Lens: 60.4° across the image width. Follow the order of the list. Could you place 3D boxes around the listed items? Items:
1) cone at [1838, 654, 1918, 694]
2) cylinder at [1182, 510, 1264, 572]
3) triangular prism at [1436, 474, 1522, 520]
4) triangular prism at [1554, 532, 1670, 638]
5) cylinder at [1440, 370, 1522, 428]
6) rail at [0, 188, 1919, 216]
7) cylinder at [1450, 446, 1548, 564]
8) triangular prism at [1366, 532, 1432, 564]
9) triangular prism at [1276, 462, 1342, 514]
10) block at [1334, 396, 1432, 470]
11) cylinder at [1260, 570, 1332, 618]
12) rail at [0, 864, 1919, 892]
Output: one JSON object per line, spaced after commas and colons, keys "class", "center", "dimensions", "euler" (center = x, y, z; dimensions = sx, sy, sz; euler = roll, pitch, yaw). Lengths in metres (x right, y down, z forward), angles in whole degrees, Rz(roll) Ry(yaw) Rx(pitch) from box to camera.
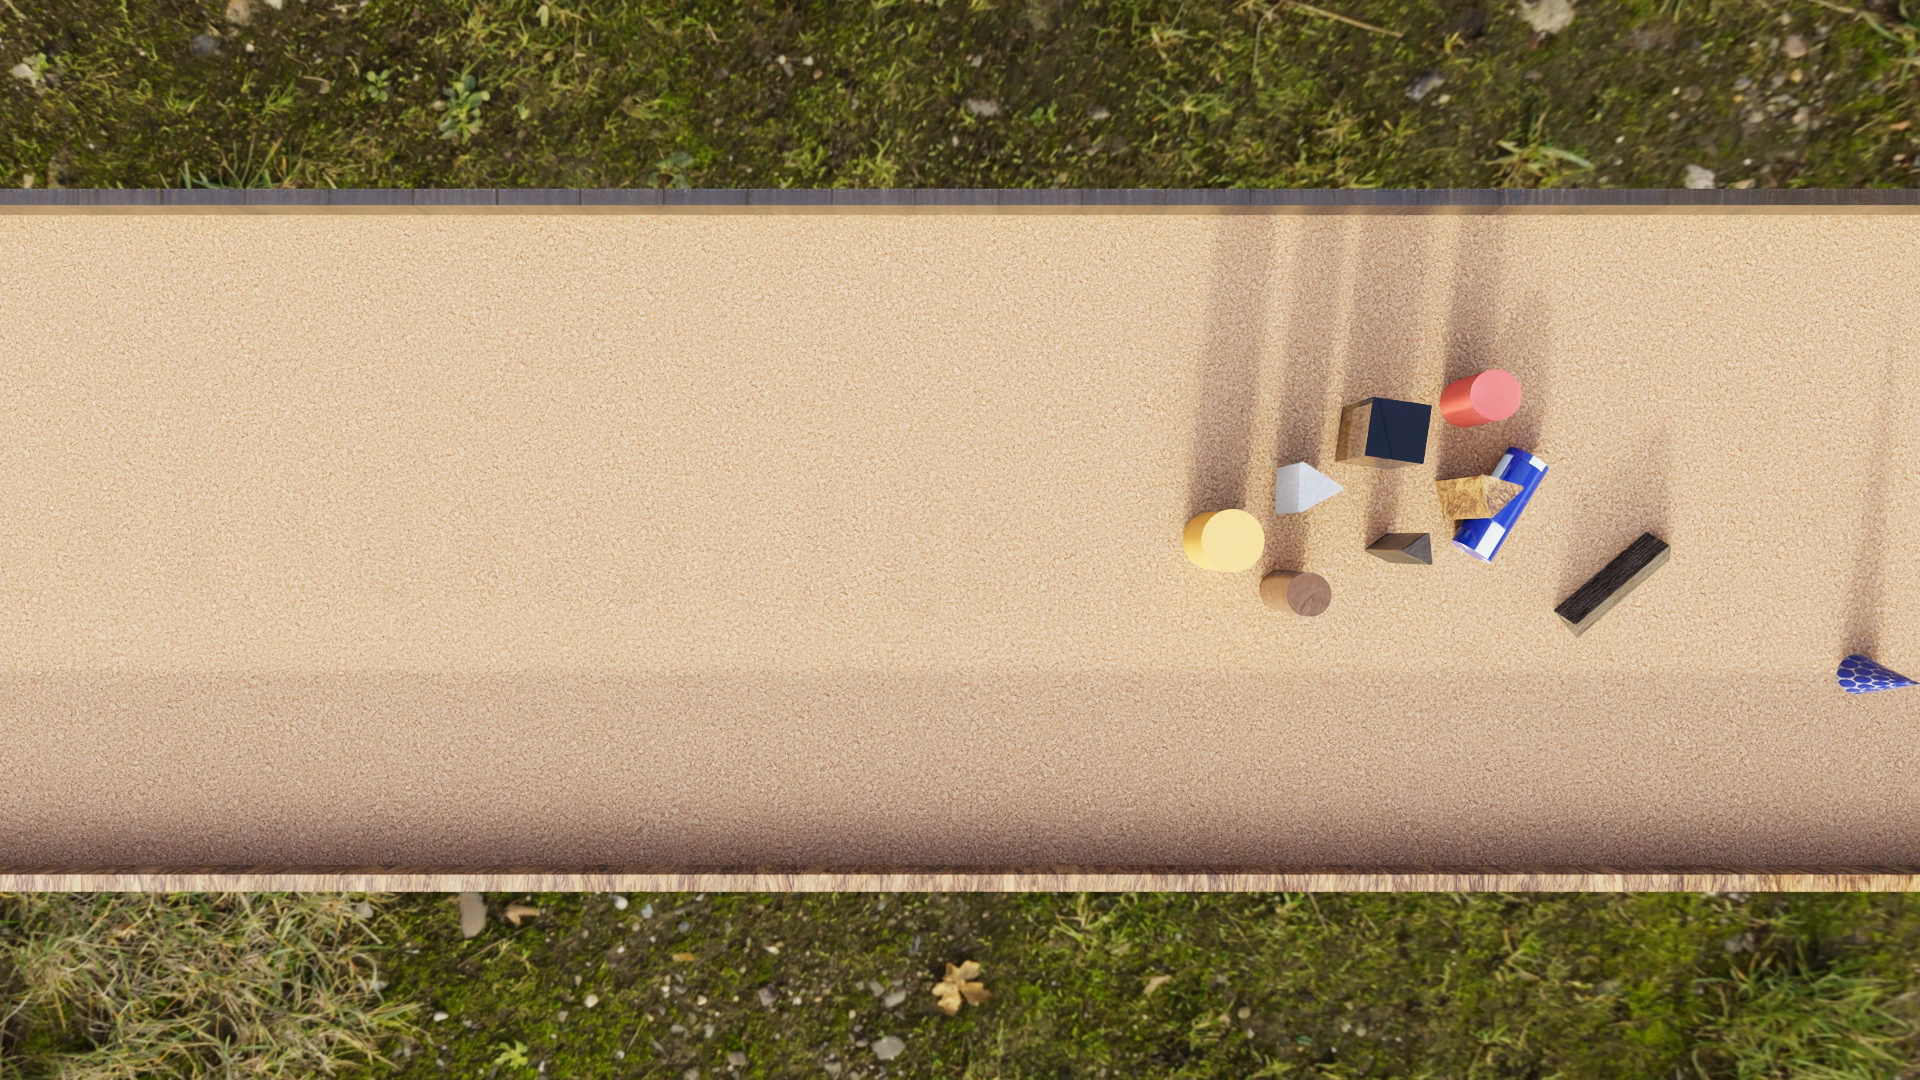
{"class": "cone", "center": [2.761, 0.414, 4.909], "dimensions": [0.123, 0.336, 0.123], "euler": [0, 90, 0]}
{"class": "cylinder", "center": [0.775, 0.002, 4.881], "dimensions": [0.180, 0.392, 0.180], "euler": [0, 90, 0]}
{"class": "triangular prism", "center": [1.500, -0.144, 4.852], "dimensions": [0.124, 0.448, 0.107], "euler": [-43, 90, 0]}
{"class": "triangular prism", "center": [2.004, 0.139, 5.026], "dimensions": [0.373, 0.095, 0.110], "euler": [-40, 90, 0]}
{"class": "cylinder", "center": [1.552, -0.420, 4.925], "dimensions": [0.149, 0.303, 0.149], "euler": [0, 90, 0]}
{"class": "rail", "center": [-2.247, -1.025, 5.002], "dimensions": [12.000, 0.150, 0.050], "euler": [0, 90, 0]}
{"class": "cylinder", "center": [1.639, -0.106, 5.009], "dimensions": [0.135, 0.135, 0.334], "euler": [32, 90, 0]}
{"class": "triangular prism", "center": [1.301, 0.015, 4.855], "dimensions": [0.090, 0.443, 0.078], "euler": [25, 90, 0]}
{"class": "triangular prism", "center": [1.007, -0.169, 4.901], "dimensions": [0.143, 0.352, 0.123], "euler": [-28, 90, 0]}
{"class": "block", "center": [1.249, -0.312, 4.889], "dimensions": [0.170, 0.376, 0.170], "euler": [8, 90, 0]}
{"class": "cylinder", "center": [0.985, 0.155, 4.865], "dimensions": [0.127, 0.424, 0.127], "euler": [0, 90, 0]}
{"class": "rail", "center": [-2.247, 1.025, 5.001], "dimensions": [12.000, 0.150, 0.050], "euler": [0, 90, 0]}
